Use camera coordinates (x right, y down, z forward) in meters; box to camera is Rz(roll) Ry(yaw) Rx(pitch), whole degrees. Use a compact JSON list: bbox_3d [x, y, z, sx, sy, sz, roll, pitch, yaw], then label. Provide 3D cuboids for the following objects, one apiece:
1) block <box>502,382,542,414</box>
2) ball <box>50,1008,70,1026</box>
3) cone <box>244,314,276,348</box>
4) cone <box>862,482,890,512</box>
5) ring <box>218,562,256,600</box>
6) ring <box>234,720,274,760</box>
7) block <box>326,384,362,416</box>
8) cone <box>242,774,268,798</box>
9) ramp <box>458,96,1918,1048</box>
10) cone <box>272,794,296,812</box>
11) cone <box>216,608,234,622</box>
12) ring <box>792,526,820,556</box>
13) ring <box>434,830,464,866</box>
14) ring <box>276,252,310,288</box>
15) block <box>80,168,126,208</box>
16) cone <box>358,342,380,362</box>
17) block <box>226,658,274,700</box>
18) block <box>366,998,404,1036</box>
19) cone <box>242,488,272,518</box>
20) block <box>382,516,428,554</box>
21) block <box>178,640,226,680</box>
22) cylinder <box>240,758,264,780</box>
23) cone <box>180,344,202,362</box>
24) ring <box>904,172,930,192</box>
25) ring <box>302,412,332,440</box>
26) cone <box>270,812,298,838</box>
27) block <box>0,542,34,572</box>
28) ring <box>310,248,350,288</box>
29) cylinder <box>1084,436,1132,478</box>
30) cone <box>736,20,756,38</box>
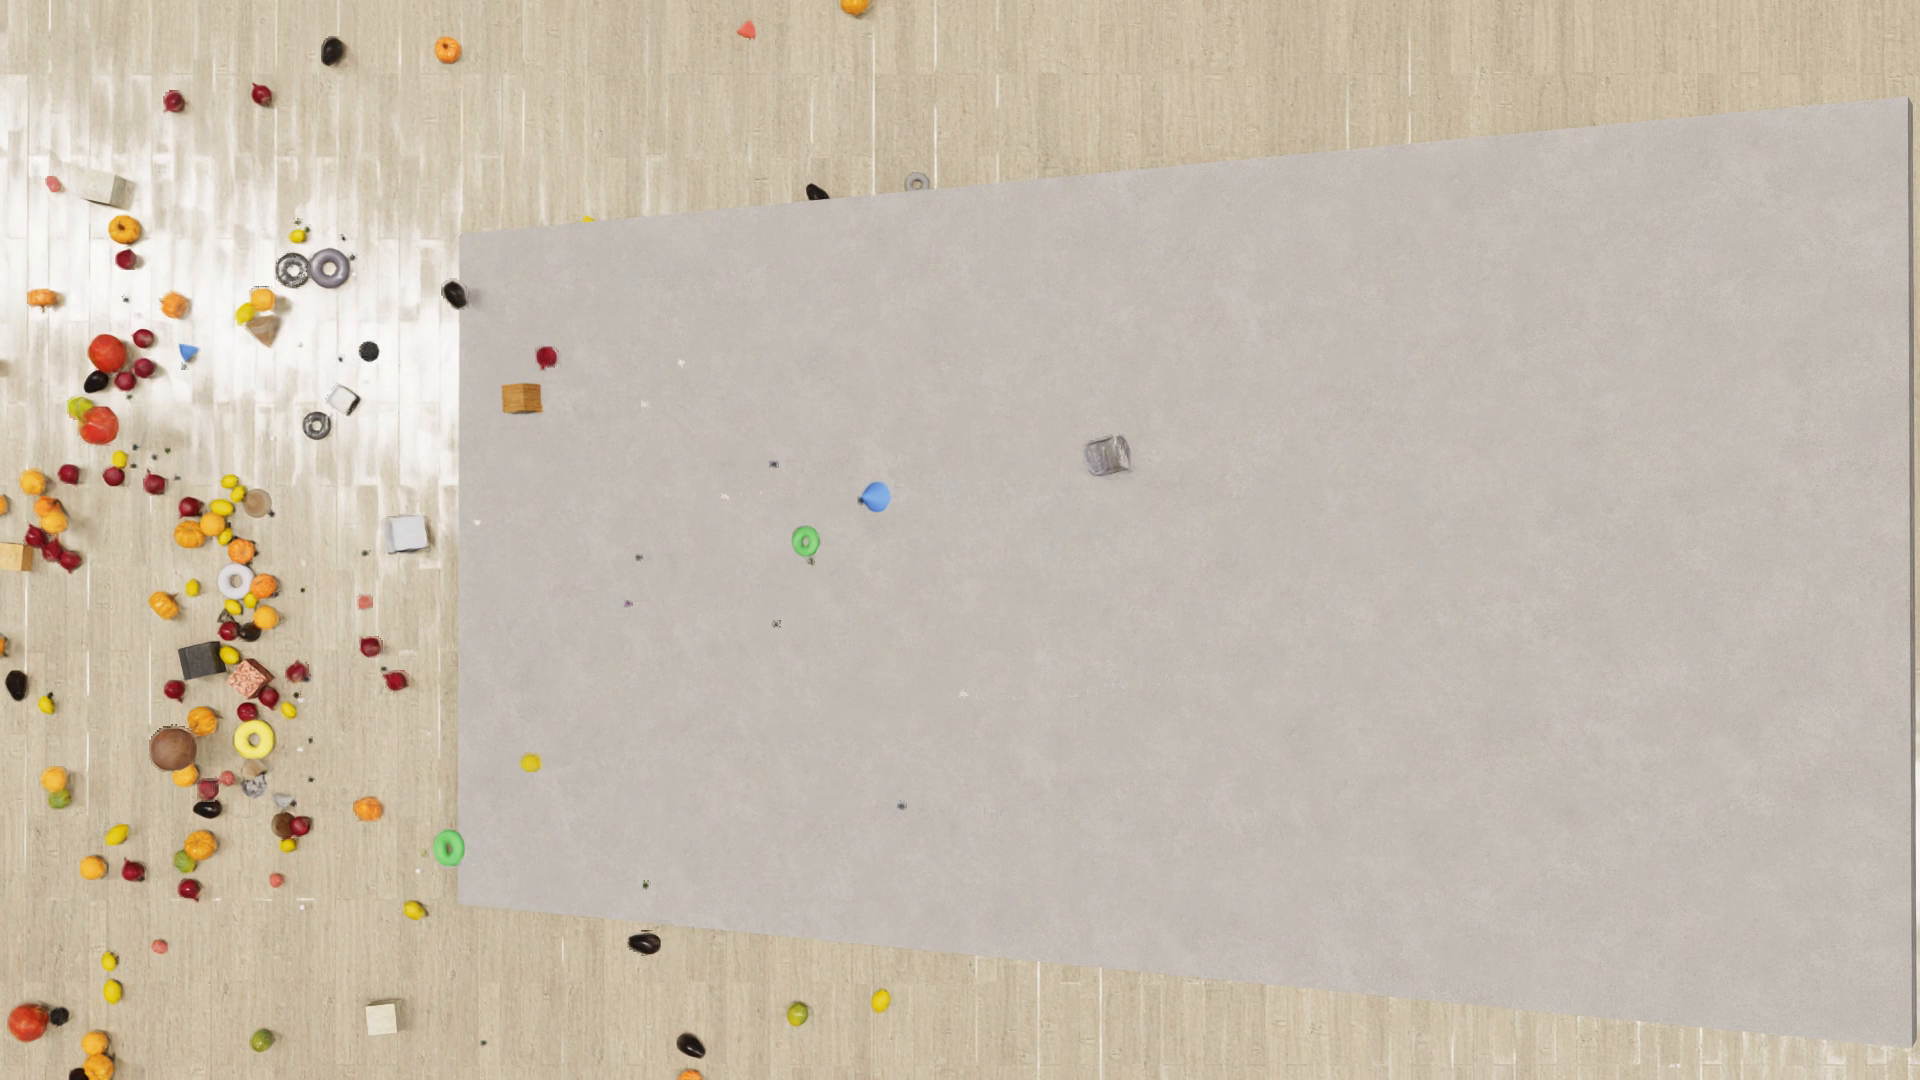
[{"bbox_3d":[-1.276,-0.411,6.403,0.080,0.080,0.080,-4,87,29],"label":"block"},{"bbox_3d":[-2.707,1.433,6.613,0.055,0.055,0.055,0,89,0],"label":"ball"},{"bbox_3d":[-2.097,-0.617,6.640,0.095,0.095,0.095,-13,116,0],"label":"cone"},{"bbox_3d":[-0.240,-0.115,5.820,0.083,0.083,0.083,0,89,29],"label":"cone"},{"bbox_3d":[-2.184,0.124,6.636,0.114,0.038,0.114,0,90,-1],"label":"ring"},{"bbox_3d":[-2.128,0.602,6.629,0.121,0.040,0.121,0,88,1],"label":"ring"},{"bbox_3d":[-1.856,-0.422,6.627,0.066,0.066,0.066,36,90,0],"label":"block"},{"bbox_3d":[-2.133,0.739,6.609,0.079,0.079,0.079,0,89,0],"label":"cone"},{"bbox_3d":[0.273,0.076,5.637,4.000,0.100,2.000,0,89,29],"label":"ramp"},{"bbox_3d":[-2.031,0.783,6.633,0.063,0.063,0.063,-21,89,-27],"label":"cone"},{"bbox_3d":[-2.209,0.239,6.642,0.050,0.050,0.050,31,89,-26],"label":"cone"},{"bbox_3d":[-0.416,0.003,5.949,0.082,0.027,0.082,-1,88,30],"label":"ring"},{"bbox_3d":[-1.523,0.919,6.552,0.109,0.036,0.109,0,89,28],"label":"ring"},{"bbox_3d":[-2.015,-0.815,6.646,0.109,0.036,0.109,0,89,-1],"label":"ring"},{"bbox_3d":[-2.580,-1.059,6.621,0.091,0.091,0.091,11,89,0],"label":"block"},{"bbox_3d":[-1.790,-0.571,6.629,0.065,0.065,0.065,0,89,0],"label":"cone"},{"bbox_3d":[-2.133,0.417,6.608,0.086,0.086,0.086,40,90,0],"label":"block"},{"bbox_3d":[-1.725,1.430,6.598,0.086,0.086,0.086,-6,89,0],"label":"block"},{"bbox_3d":[-2.127,-0.112,6.612,0.089,0.089,0.089,0,89,0],"label":"cone"},{"bbox_3d":[-1.662,-0.016,6.587,0.096,0.096,0.096,-7,86,-31],"label":"block"},{"bbox_3d":[-2.276,0.362,6.604,0.096,0.096,0.096,-13,89,0],"label":"block"},{"bbox_3d":[-2.122,0.688,6.598,0.051,0.051,0.051,-39,89,30],"label":"cylinder"},{"bbox_3d":[-2.322,-0.571,6.648,0.057,0.057,0.057,-20,89,-27],"label":"cone"},{"bbox_3d":[-0.130,-1.076,6.654,0.077,0.026,0.077,0,91,0],"label":"ring"},{"bbox_3d":[-1.944,-0.345,6.645,0.088,0.029,0.088,0,91,0],"label":"ring"},{"bbox_3d":[-2.043,0.861,6.607,0.079,0.079,0.079,0,89,0],"label":"cone"},{"bbox_3d":[-2.845,0.051,6.616,0.078,0.078,0.078,6,89,0],"label":"block"},{"bbox_3d":[-1.905,-0.821,6.643,0.124,0.041,0.124,0,90,-1],"label":"ring"},{"bbox_3d":[0.368,-0.208,5.479,0.087,0.087,0.087,-14,89,28],"label":"cylinder"},{"bbox_3d":[-0.658,-1.543,6.659,0.054,0.054,0.054,-6,89,27],"label":"cone"}]
